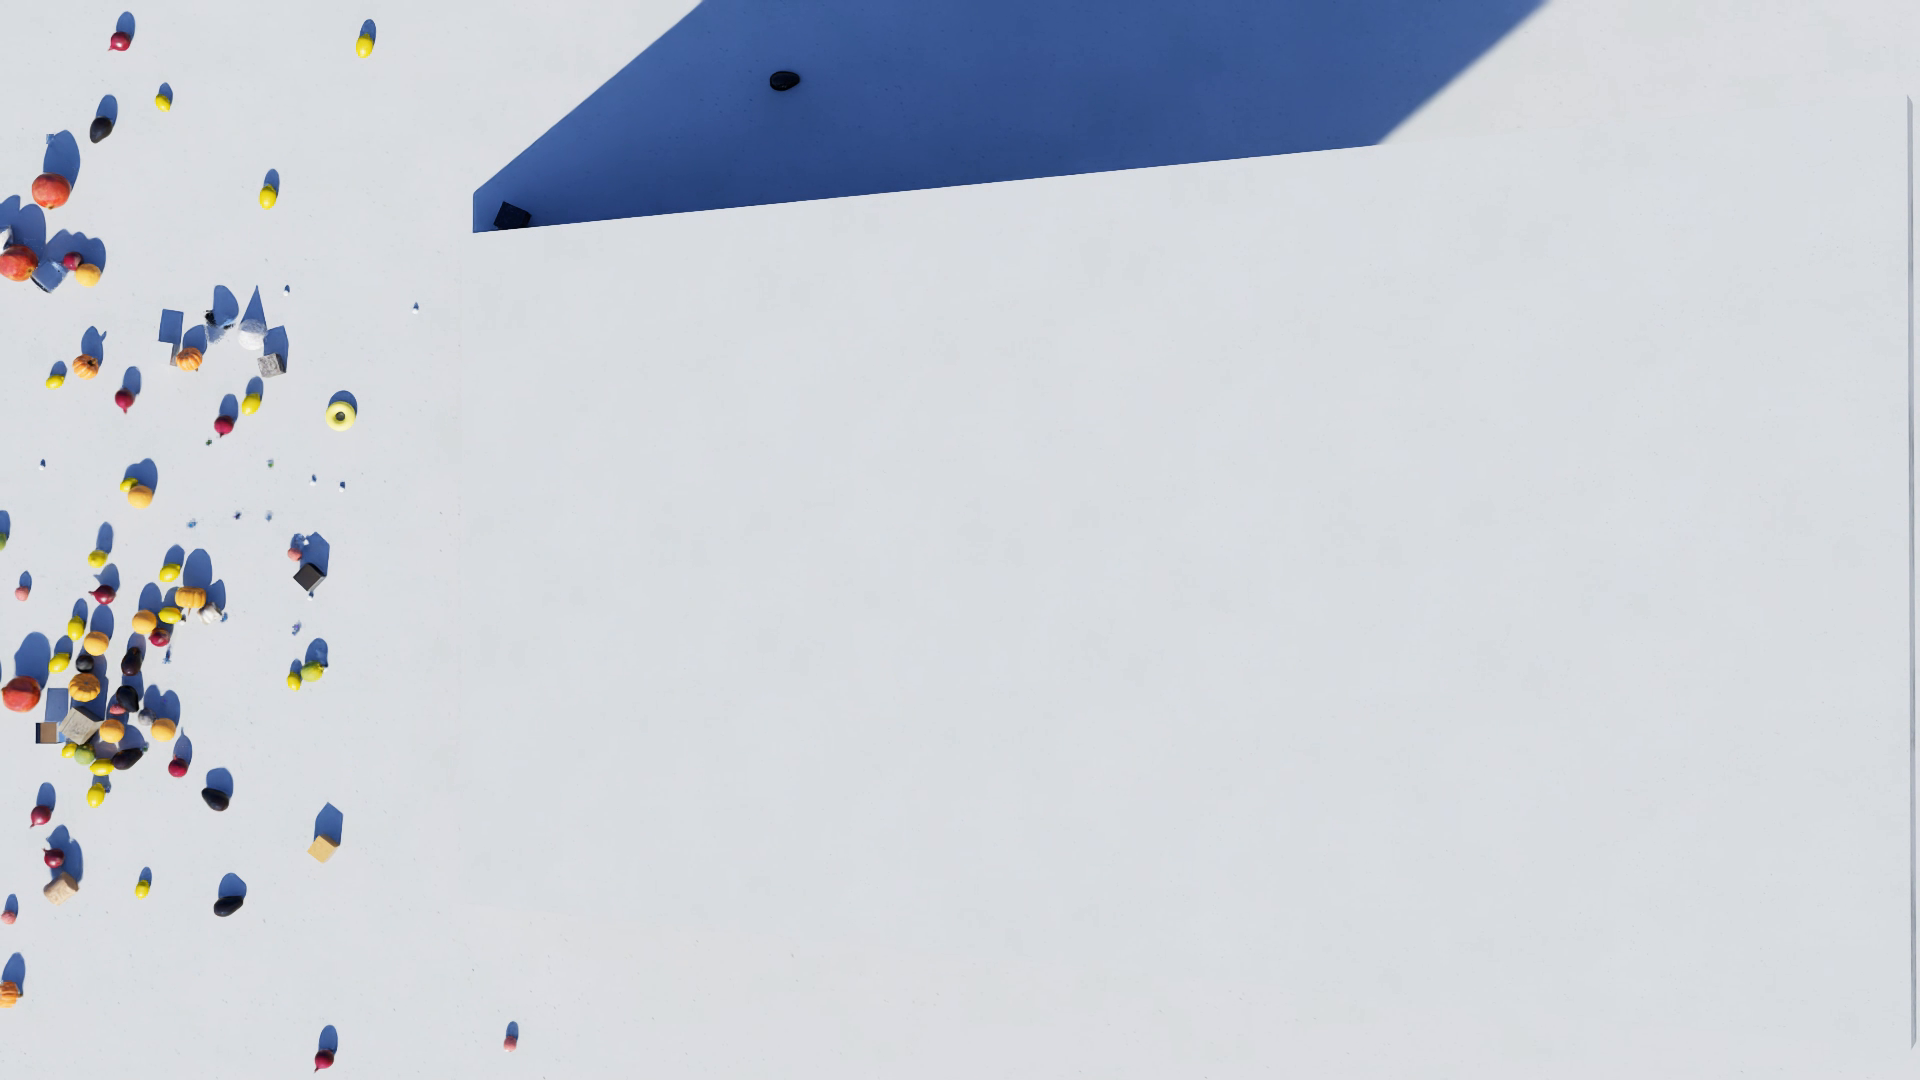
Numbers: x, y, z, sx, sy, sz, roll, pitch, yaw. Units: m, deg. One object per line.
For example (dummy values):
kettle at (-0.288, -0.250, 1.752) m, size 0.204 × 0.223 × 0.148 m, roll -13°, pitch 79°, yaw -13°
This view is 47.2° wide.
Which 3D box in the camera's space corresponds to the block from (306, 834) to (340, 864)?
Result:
block at (-1.917, 0.929, 6.624) m, size 0.060 × 0.060 × 0.060 m, roll 38°, pitch 90°, yaw 0°

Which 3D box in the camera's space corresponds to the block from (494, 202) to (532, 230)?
block at (-1.350, -0.966, 6.635) m, size 0.077 × 0.077 × 0.077 m, roll 24°, pitch 89°, yaw 0°

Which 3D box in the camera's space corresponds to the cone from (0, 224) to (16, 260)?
cone at (-2.885, -0.886, 6.650) m, size 0.098 × 0.098 × 0.098 m, roll -26°, pitch 116°, yaw 0°

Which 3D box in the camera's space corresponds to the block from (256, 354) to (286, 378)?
block at (-2.079, -0.526, 6.640) m, size 0.058 × 0.058 × 0.058 m, roll -16°, pitch 89°, yaw 0°

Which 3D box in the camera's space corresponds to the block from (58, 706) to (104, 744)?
block at (-2.645, 0.557, 6.618) m, size 0.081 × 0.081 × 0.081 m, roll 34°, pitch 90°, yaw 0°

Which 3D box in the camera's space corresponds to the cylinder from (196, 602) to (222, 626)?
cylinder at (-2.264, 0.221, 6.635) m, size 0.053 × 0.053 × 0.053 m, roll -33°, pitch 90°, yaw 0°

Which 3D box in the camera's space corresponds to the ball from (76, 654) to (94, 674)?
ball at (-2.639, 0.374, 6.632) m, size 0.055 × 0.055 × 0.055 m, roll 0°, pitch 89°, yaw 0°

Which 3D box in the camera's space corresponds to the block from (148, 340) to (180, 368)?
block at (-2.401, -0.562, 6.636) m, size 0.065 × 0.065 × 0.065 m, roll 8°, pitch 89°, yaw 0°

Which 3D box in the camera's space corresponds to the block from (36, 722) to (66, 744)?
block at (-2.741, 0.580, 6.626) m, size 0.064 × 0.064 × 0.064 m, roll 0°, pitch 89°, yaw 0°

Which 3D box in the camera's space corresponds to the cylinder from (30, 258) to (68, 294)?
cylinder at (-2.746, -0.795, 6.634) m, size 0.076 × 0.076 × 0.076 m, roll 44°, pitch 90°, yaw 0°

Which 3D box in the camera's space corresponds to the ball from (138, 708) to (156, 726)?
ball at (-2.451, 0.533, 6.631) m, size 0.054 × 0.054 × 0.054 m, roll 0°, pitch 89°, yaw 0°

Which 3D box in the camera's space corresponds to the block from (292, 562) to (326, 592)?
block at (-1.961, 0.112, 6.632) m, size 0.061 × 0.061 × 0.061 m, roll 44°, pitch 90°, yaw 0°

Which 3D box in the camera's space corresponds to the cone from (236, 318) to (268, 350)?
cone at (-2.146, -0.625, 6.622) m, size 0.096 × 0.096 × 0.096 m, roll 0°, pitch 89°, yaw 0°

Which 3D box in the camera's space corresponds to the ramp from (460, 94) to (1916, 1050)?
ramp at (0.271, 0.075, 5.631) m, size 4.000 × 0.100 × 2.000 m, roll 0°, pitch 89°, yaw 30°

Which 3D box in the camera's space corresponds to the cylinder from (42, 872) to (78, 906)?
cylinder at (-2.706, 1.049, 6.618) m, size 0.071 × 0.071 × 0.071 m, roll -38°, pitch 90°, yaw 0°

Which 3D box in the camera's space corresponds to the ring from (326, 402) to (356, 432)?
ring at (-1.874, -0.375, 6.652) m, size 0.091 × 0.030 × 0.091 m, roll 0°, pitch 88°, yaw 0°

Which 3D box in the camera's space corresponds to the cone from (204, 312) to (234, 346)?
cone at (-2.252, -0.626, 6.650) m, size 0.090 × 0.090 × 0.090 m, roll 29°, pitch 116°, yaw 0°
